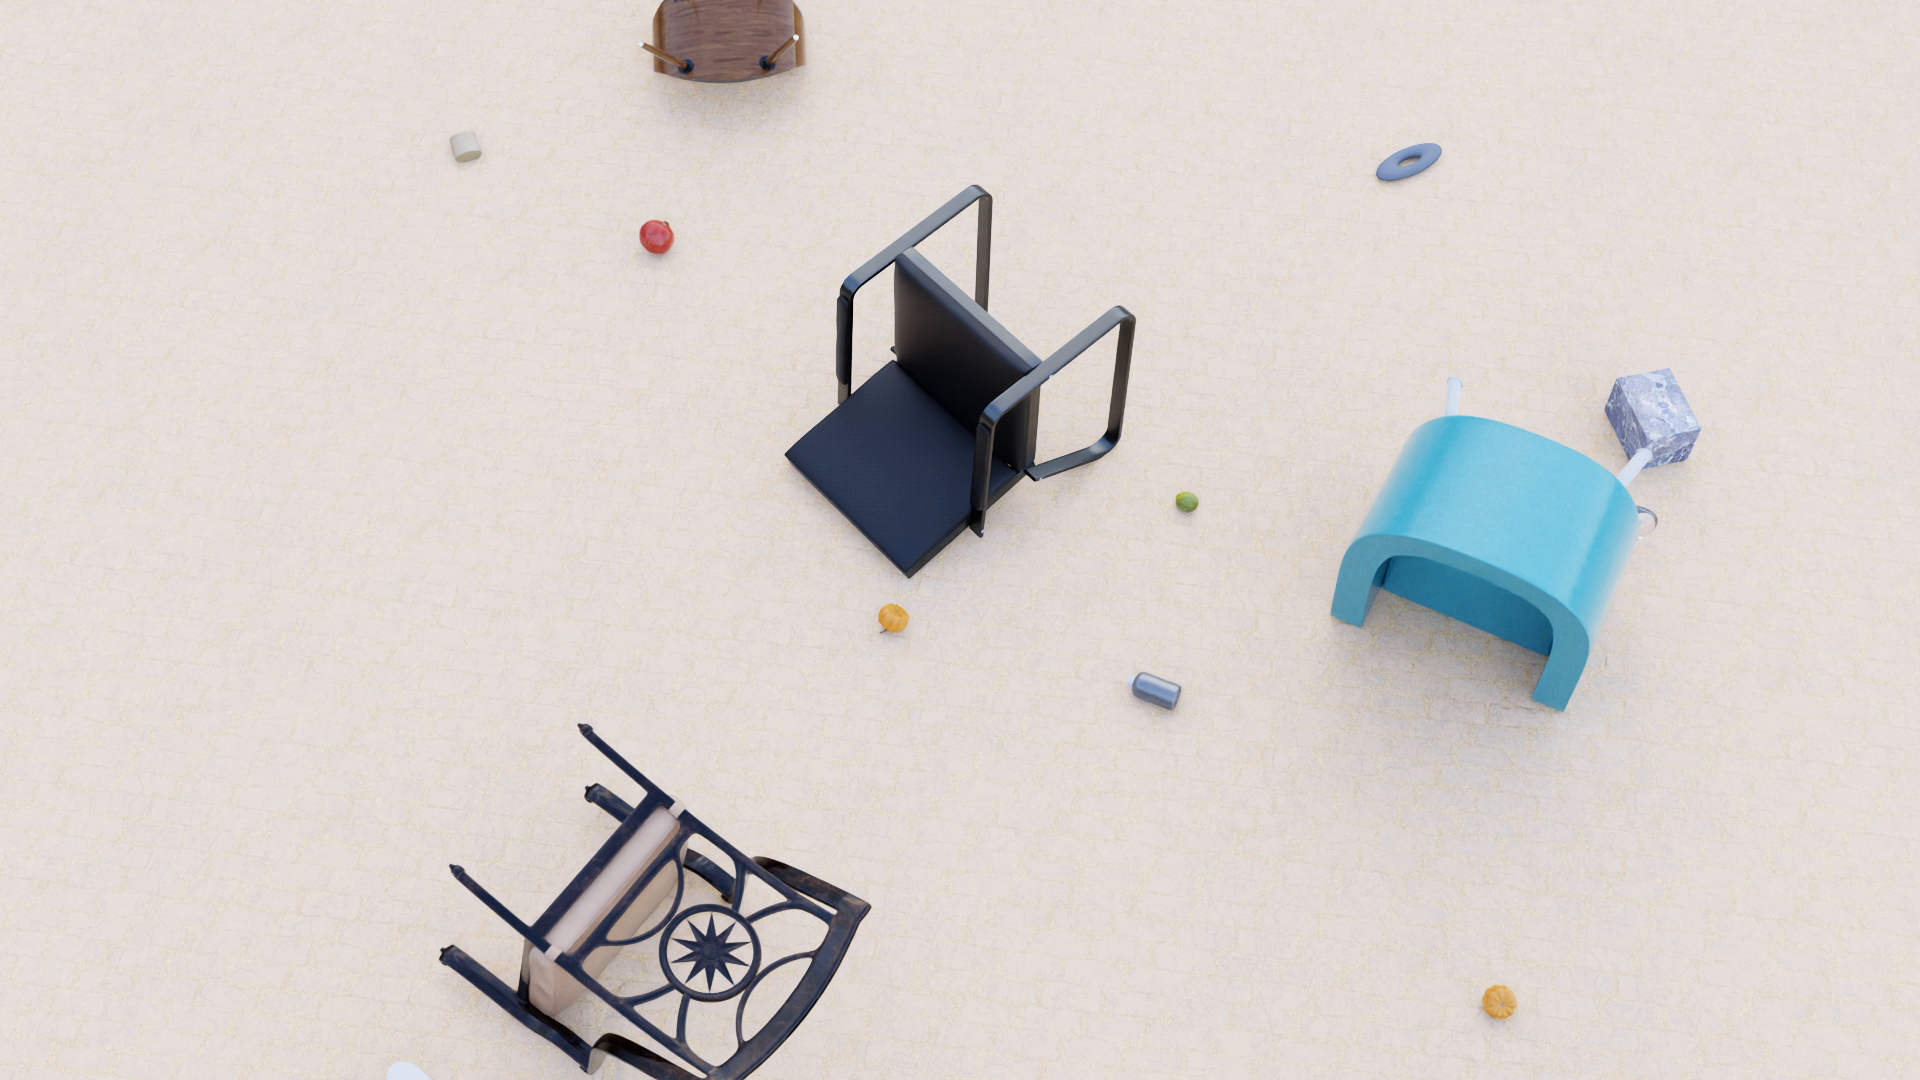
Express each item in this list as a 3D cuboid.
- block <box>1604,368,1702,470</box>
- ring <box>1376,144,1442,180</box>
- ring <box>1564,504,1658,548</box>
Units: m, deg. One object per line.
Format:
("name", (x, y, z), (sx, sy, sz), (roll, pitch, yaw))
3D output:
("block", (2.116, -0.369, 6.725), (0.173, 0.161, 0.239), (-11, 57, -7))
("ring", (1.512, -1.273, 7.405), (0.264, 0.039, 0.108), (-26, 59, -16))
("ring", (1.937, -0.042, 6.548), (0.286, 0.093, 0.118), (-6, 55, -3))
